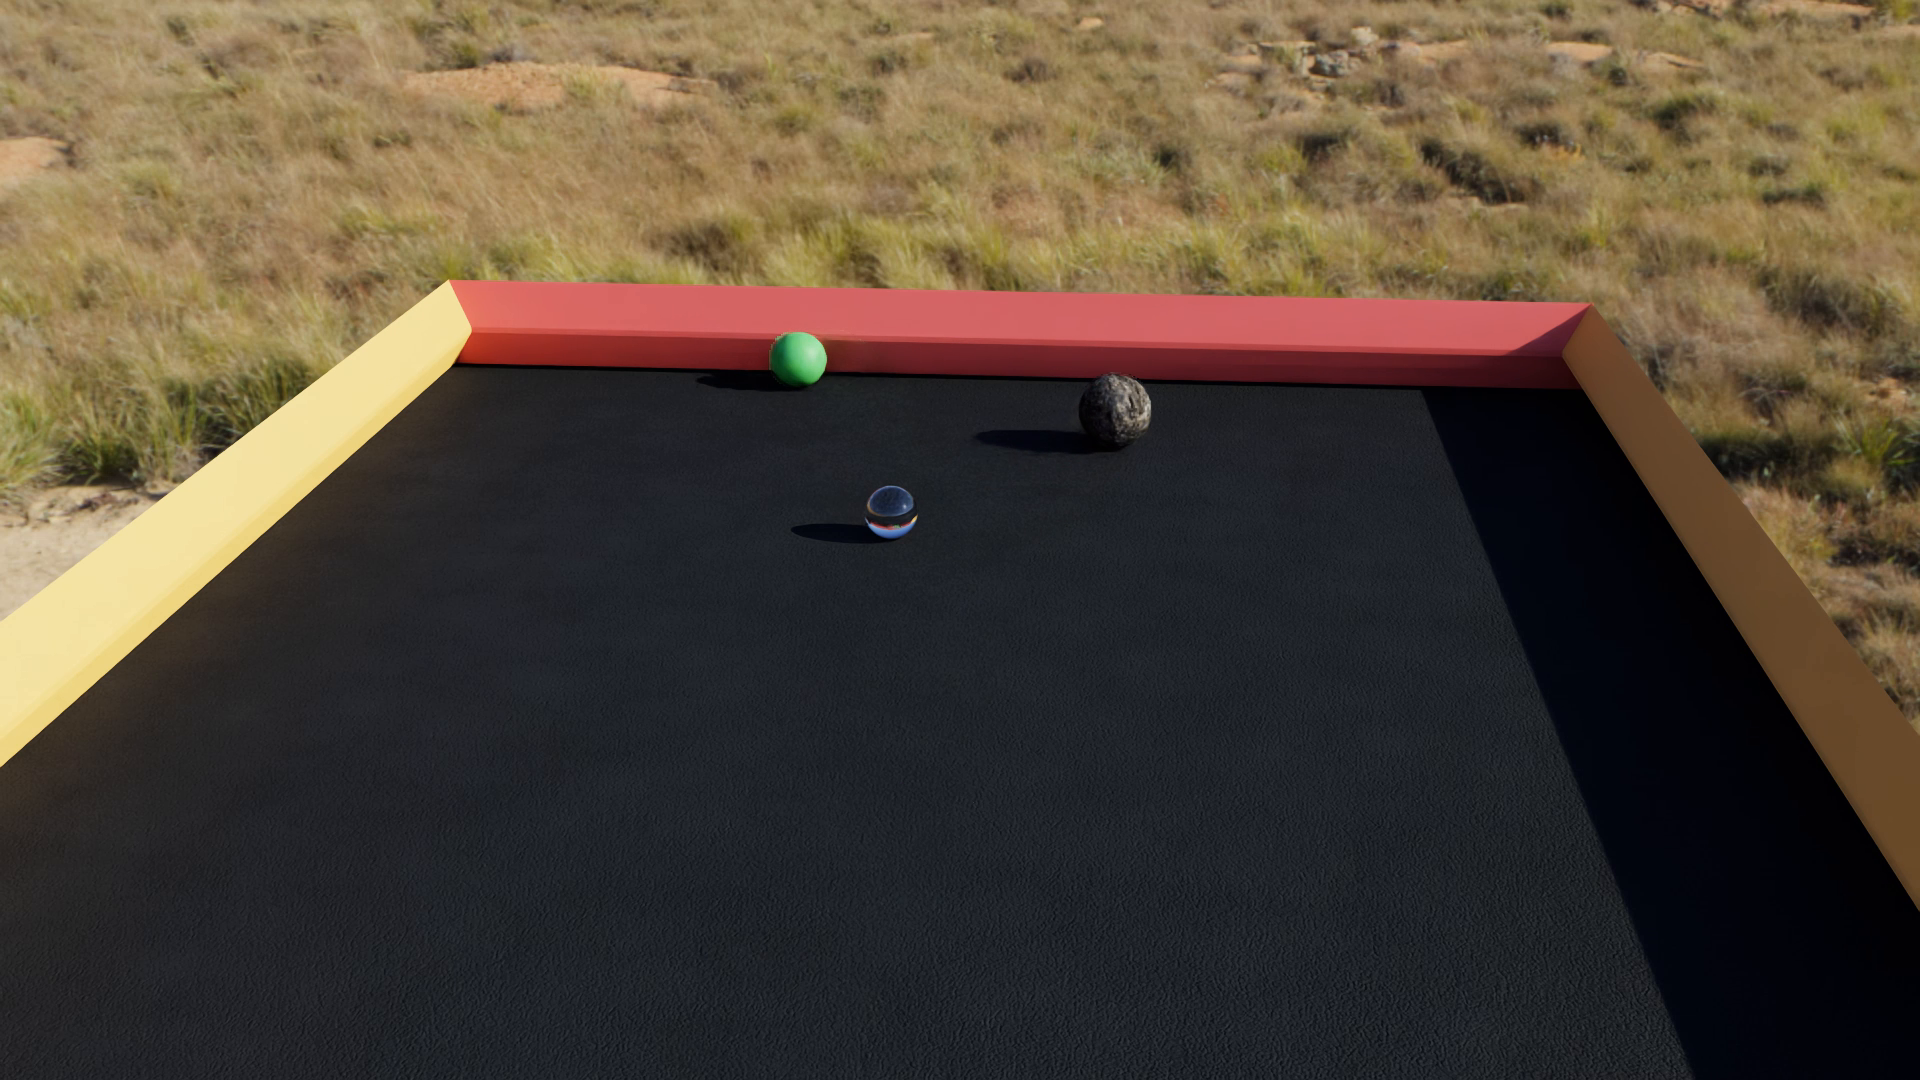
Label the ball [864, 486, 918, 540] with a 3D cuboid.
[{"bbox_3d":[-0.082,-0.033,2.616,0.064,0.064,0.064,0,20,0],"label":"ball"}]

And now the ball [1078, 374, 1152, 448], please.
[{"bbox_3d":[0.208,-0.172,2.948,0.098,0.098,0.098,0,20,0],"label":"ball"}]

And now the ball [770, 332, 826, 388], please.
[{"bbox_3d":[-0.236,-0.264,3.223,0.082,0.082,0.082,0,20,0],"label":"ball"}]

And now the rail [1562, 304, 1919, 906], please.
[{"bbox_3d":[0.750,0.286,1.650,0.045,0.127,3.322,2,20,5],"label":"rail"}]

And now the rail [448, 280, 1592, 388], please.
[{"bbox_3d":[0.069,-0.299,3.248,1.696,0.127,0.045,2,20,5],"label":"rail"}]

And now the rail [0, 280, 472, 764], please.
[{"bbox_3d":[-0.892,0.237,1.783,0.045,0.127,3.322,2,20,5],"label":"rail"}]
